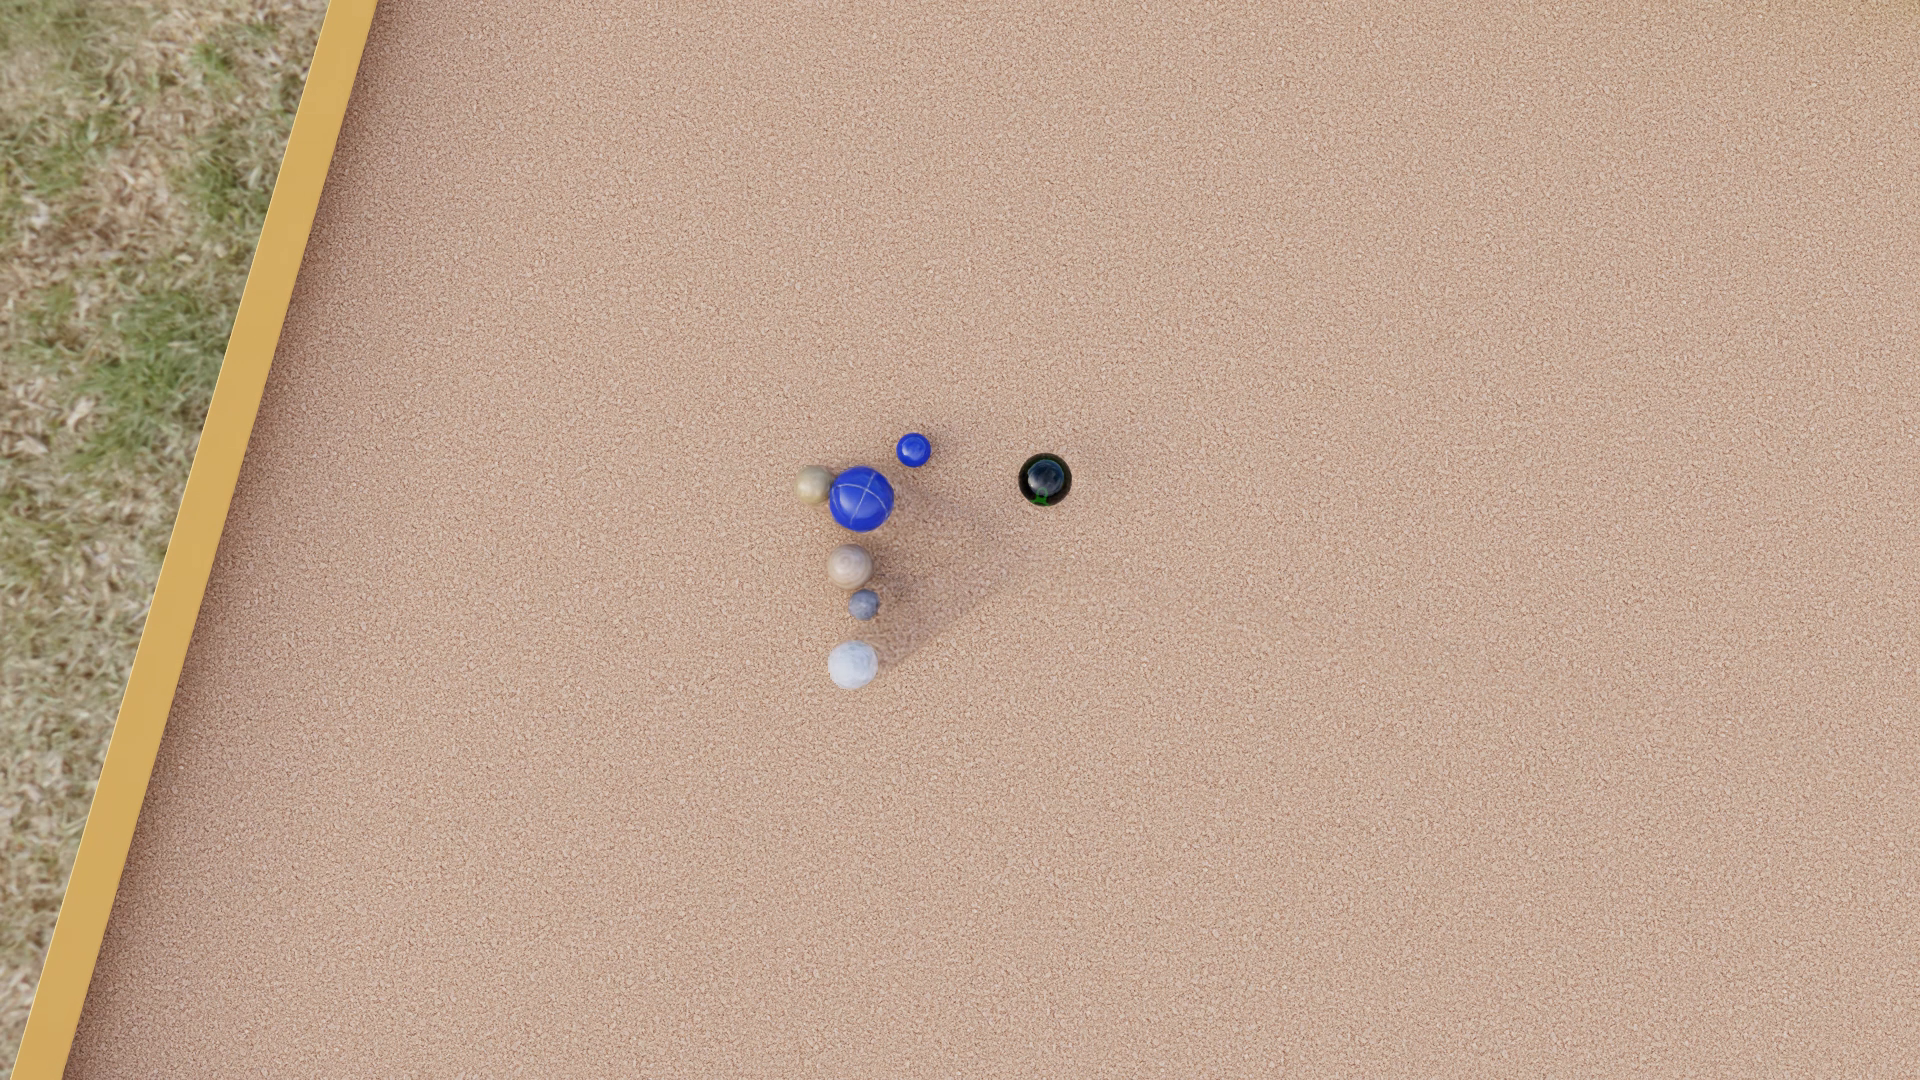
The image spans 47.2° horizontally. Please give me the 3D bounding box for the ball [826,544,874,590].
[{"bbox_3d":[-0.163,0.040,3.263,0.069,0.069,0.069,0,82,0],"label":"ball"}]

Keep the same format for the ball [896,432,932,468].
[{"bbox_3d":[-0.069,-0.135,3.297,0.053,0.053,0.053,0,82,0],"label":"ball"}]

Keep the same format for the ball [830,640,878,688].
[{"bbox_3d":[-0.156,0.183,3.241,0.071,0.071,0.071,0,82,0],"label":"ball"}]

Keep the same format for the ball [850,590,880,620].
[{"bbox_3d":[-0.142,0.095,3.267,0.045,0.045,0.045,0,82,0],"label":"ball"}]

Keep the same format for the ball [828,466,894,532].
[{"bbox_3d":[-0.146,-0.060,3.264,0.097,0.097,0.097,0,82,0],"label":"ball"}]

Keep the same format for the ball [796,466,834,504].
[{"bbox_3d":[-0.217,-0.081,3.287,0.058,0.058,0.058,0,82,0],"label":"ball"}]

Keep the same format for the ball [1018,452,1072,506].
[{"bbox_3d":[0.127,-0.090,3.276,0.081,0.081,0.081,0,82,0],"label":"ball"}]

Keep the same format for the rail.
[{"bbox_3d":[-1.053,-0.256,3.277,0.045,0.126,2.459,13,82,2],"label":"rail"}]
